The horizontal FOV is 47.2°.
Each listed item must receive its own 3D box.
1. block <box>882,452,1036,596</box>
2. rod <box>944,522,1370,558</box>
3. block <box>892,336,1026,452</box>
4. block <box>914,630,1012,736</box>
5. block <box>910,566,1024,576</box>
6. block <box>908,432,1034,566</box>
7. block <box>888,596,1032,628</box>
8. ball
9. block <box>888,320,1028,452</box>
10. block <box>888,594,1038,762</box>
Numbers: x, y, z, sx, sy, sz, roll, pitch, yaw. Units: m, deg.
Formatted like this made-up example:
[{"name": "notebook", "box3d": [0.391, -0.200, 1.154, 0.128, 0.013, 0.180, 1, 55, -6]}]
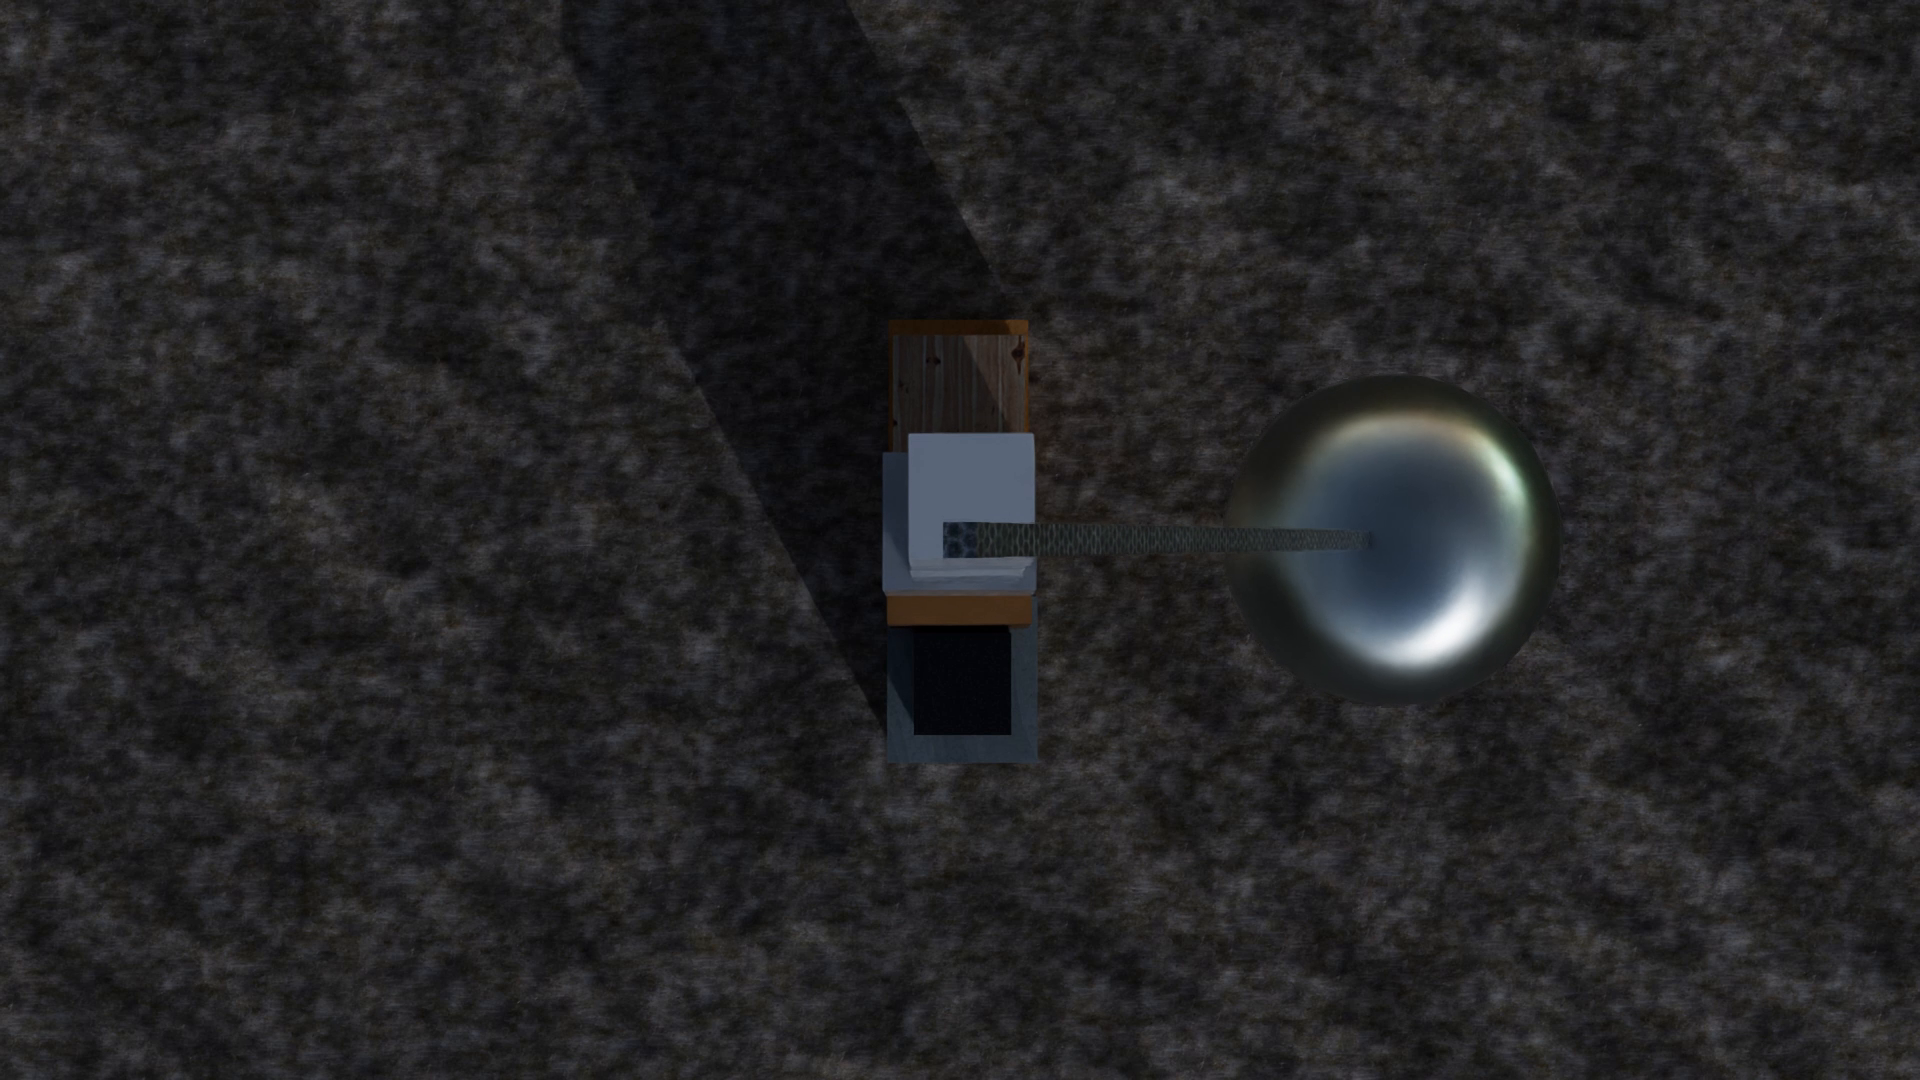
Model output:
[{"name": "block", "box3d": [-0.005, -0.068, 11.060, 0.747, 0.701, 0.672, 0, 86, 0]}, {"name": "rod", "box3d": [0.899, 0.000, 7.404, 0.080, 5.200, 0.080, 0, 90, 20]}, {"name": "block", "box3d": [-0.007, -0.684, 11.833, 0.688, 0.792, 0.758, 0, 90, 0]}, {"name": "block", "box3d": [0.013, 0.761, 11.857, 0.515, 0.459, 0.541, 0, 90, 0]}, {"name": "block", "box3d": [0.030, -0.103, 10.464, 0.535, 0.494, 0.521, -1, 86, 0]}, {"name": "block", "box3d": [0.049, -0.174, 9.928, 0.553, 0.585, 0.551, 0, 86, 0]}, {"name": "block", "box3d": [-0.004, 0.089, 11.752, 0.748, 0.699, 0.744, 0, 86, 0]}, {"name": "ball", "box3d": [2.074, 0.000, 10.595, 1.600, 1.600, 1.600, 0, 90, 0]}, {"name": "block", "box3d": [-0.008, -0.797, 12.614, 0.776, 0.771, 0.857, 0, 90, 0]}, {"name": "block", "box3d": [0.013, 0.768, 12.543, 0.827, 0.914, 0.915, 0, 90, 0]}]
